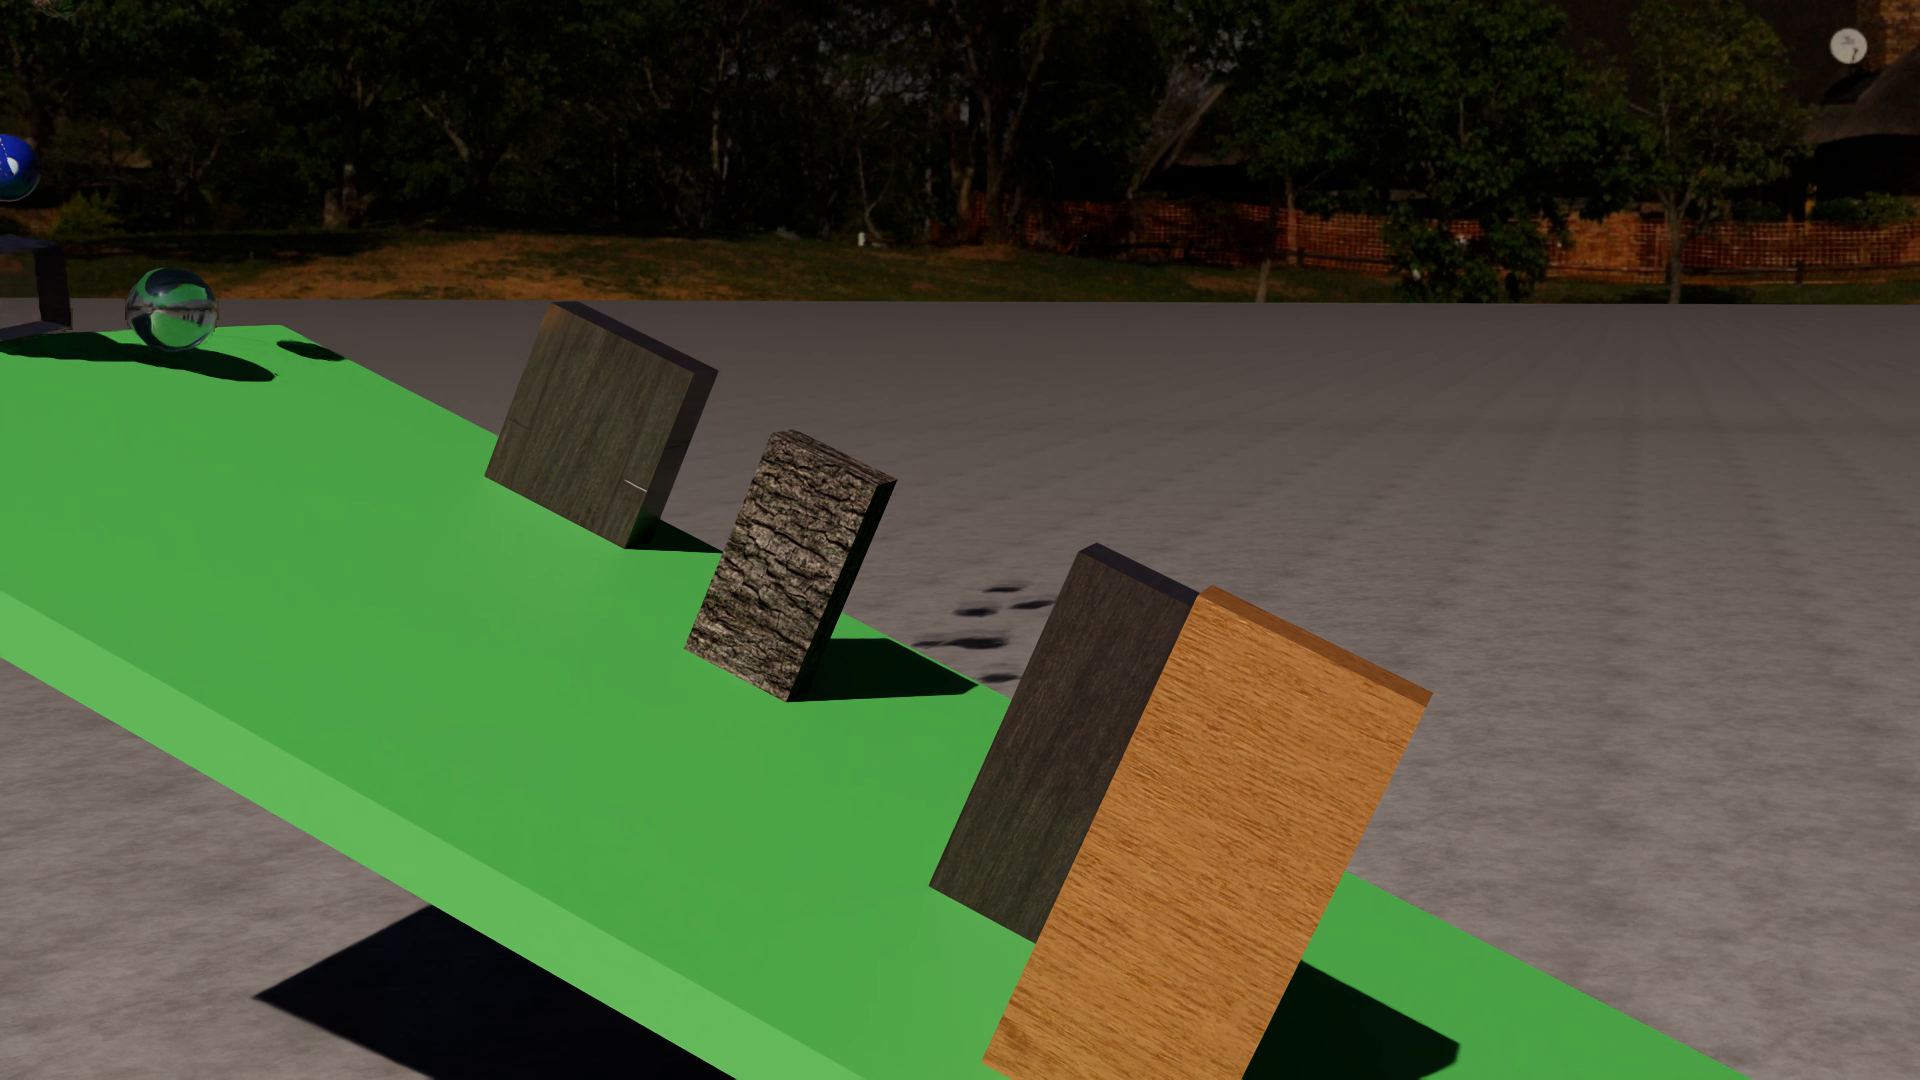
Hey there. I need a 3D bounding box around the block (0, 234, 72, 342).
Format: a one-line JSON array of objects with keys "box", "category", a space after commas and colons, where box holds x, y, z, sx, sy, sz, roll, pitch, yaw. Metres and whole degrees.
[{"box": [-1.982, -0.524, 4.559, 0.176, 0.176, 0.176, 12, 21, 30], "category": "block"}]

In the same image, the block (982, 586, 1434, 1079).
[{"box": [0.355, 0.503, 3.232, 0.353, 0.792, 0.111, 26, 13, 13], "category": "block"}]

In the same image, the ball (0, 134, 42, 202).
[{"box": [-1.917, -0.747, 4.415, 0.134, 0.134, 0.134, 0, 7, 0], "category": "ball"}]

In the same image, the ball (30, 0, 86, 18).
[{"box": [-1.852, -1.132, 4.514, 0.119, 0.119, 0.119, 0, 7, 0], "category": "ball"}]

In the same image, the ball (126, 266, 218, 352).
[{"box": [-1.742, -0.510, 4.862, 0.188, 0.188, 0.188, 0, 7, 0], "category": "ball"}]

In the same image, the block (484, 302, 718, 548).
[{"box": [-0.821, -0.266, 5.026, 0.384, 0.437, 0.138, 26, 13, 13], "category": "block"}]

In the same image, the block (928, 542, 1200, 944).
[{"box": [0.232, 0.376, 3.814, 0.321, 0.659, 0.134, 26, 13, 13], "category": "block"}]

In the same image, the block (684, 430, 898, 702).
[{"box": [-0.346, 0.050, 4.480, 0.244, 0.488, 0.125, 26, 13, 13], "category": "block"}]

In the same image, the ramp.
[{"box": [-0.280, 0.485, 4.179, 4.000, 0.100, 2.000, 26, 13, 13], "category": "ramp"}]
